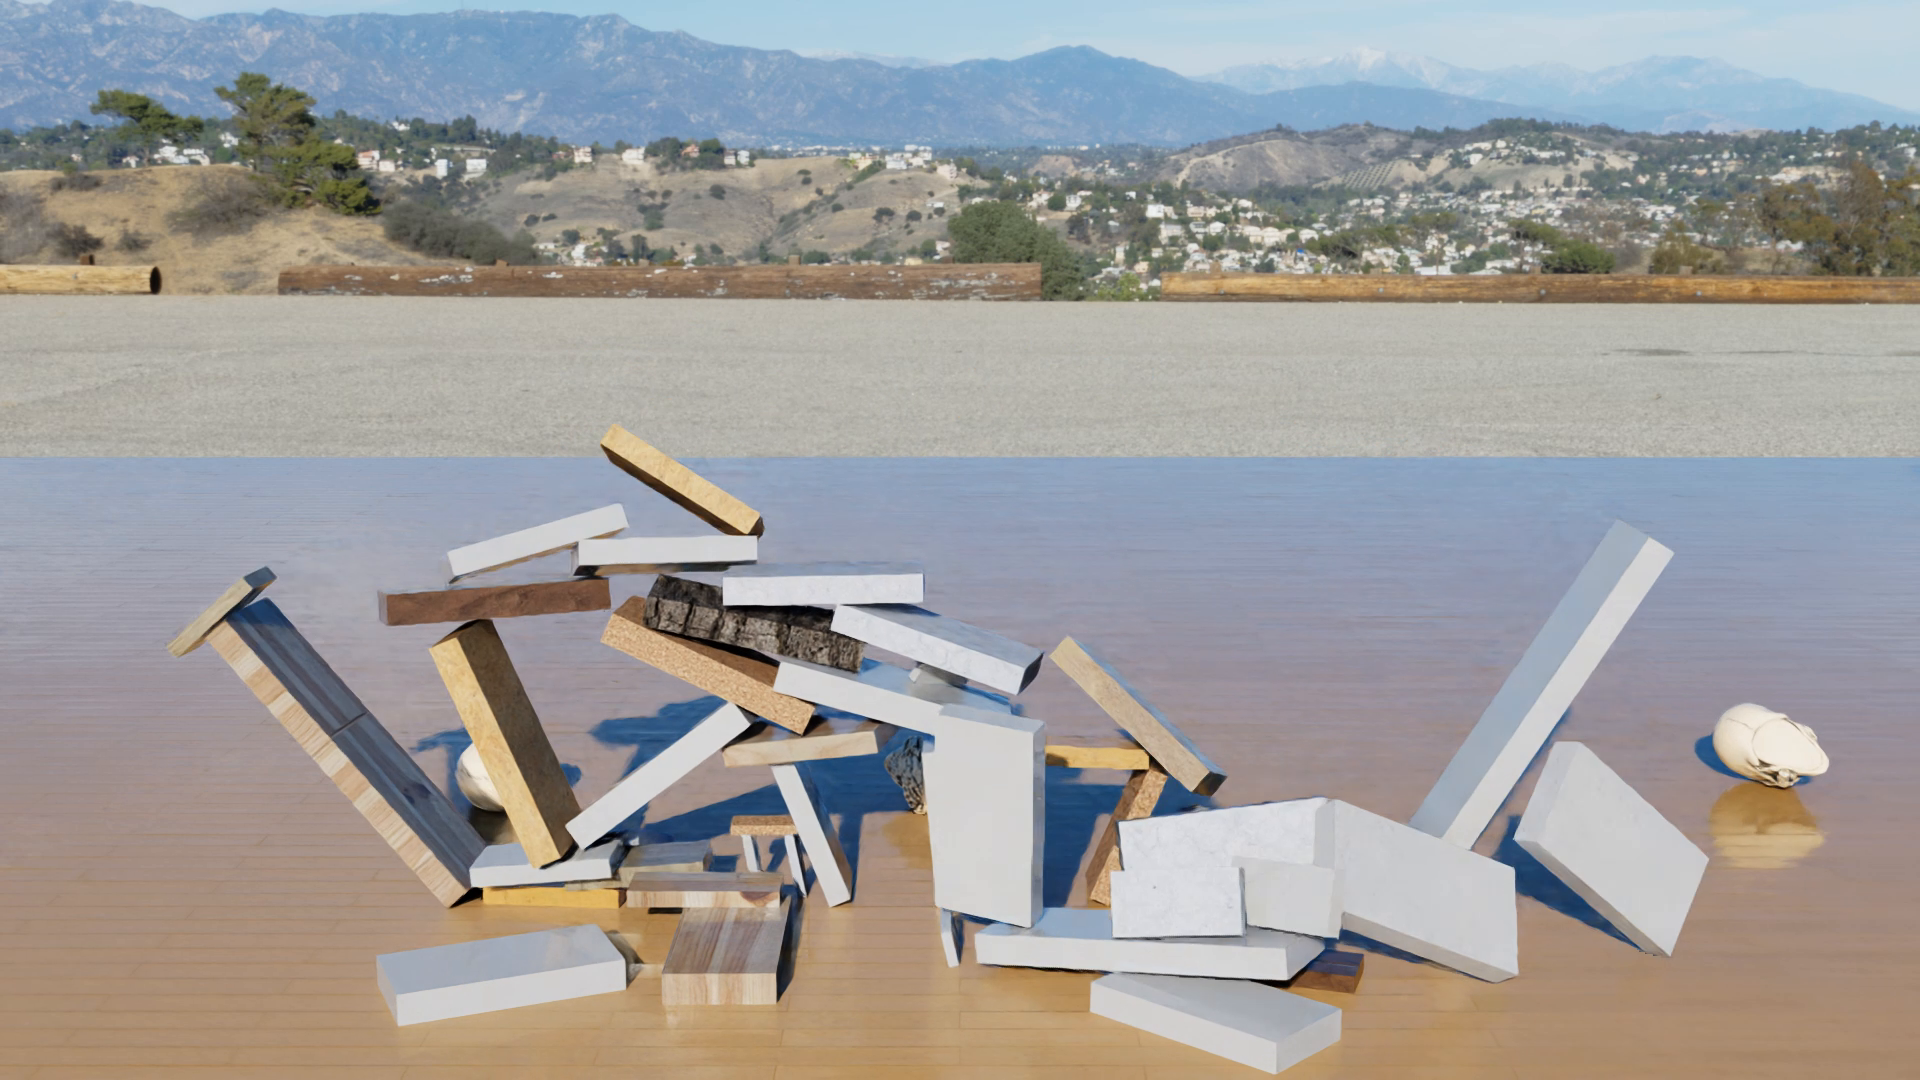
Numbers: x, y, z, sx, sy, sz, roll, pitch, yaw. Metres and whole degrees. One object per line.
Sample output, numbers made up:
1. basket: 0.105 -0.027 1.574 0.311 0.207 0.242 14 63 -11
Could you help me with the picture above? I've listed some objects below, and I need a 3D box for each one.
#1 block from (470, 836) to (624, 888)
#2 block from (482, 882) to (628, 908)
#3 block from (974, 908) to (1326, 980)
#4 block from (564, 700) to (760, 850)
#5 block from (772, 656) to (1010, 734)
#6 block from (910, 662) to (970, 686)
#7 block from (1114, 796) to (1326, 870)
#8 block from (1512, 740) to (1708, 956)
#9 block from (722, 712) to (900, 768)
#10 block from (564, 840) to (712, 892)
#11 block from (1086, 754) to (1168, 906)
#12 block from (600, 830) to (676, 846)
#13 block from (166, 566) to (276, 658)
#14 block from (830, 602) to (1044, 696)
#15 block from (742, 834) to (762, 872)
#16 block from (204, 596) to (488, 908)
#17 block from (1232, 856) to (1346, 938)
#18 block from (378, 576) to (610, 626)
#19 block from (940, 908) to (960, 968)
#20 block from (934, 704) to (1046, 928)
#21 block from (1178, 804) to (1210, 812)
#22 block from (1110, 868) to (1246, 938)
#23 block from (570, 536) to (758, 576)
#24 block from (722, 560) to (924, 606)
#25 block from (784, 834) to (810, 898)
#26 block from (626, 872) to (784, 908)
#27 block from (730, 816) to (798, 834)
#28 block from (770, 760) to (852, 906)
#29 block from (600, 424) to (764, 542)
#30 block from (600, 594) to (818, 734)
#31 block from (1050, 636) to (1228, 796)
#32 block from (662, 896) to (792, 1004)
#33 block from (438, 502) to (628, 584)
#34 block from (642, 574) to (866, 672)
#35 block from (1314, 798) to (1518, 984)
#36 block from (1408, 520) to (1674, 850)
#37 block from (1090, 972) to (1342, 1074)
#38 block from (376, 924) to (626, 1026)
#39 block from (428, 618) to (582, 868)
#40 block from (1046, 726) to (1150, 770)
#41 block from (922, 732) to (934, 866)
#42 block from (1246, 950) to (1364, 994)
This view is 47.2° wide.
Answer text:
1. block: -0.672 0.525 3.590 0.228 0.032 0.114 -4 10 3
2. block: -0.665 0.575 3.662 0.228 0.032 0.114 1 11 6
3. block: 0.278 0.595 3.260 0.494 0.045 0.160 -3 5 29
4. block: -0.478 0.369 3.620 0.350 0.050 0.175 -37 2 9
5. block: -0.107 0.250 3.563 0.379 0.050 0.177 16 9 -3
6. block: -0.024 0.210 3.599 0.112 0.056 0.016 7 37 -41
7. block: 0.396 0.477 3.267 0.312 0.156 0.044 -6 -4 -4
8. block: 0.993 0.470 3.343 0.343 0.171 0.049 39 -22 -25
9. block: -0.241 0.321 3.574 0.262 0.037 0.131 -7 11 17
10. block: -0.530 0.537 3.634 0.228 0.032 0.114 -5 10 2
11. block: 0.275 0.475 3.650 0.034 0.239 0.120 23 10 -4
12. block: -0.561 0.519 3.771 0.091 0.026 0.182 -7 -13 12
13. block: -1.203 0.117 3.585 0.182 0.026 0.091 -39 3 12
14. block: -0.034 0.162 3.550 0.319 0.045 0.159 19 11 10
15. block: -0.344 0.535 3.664 0.016 0.110 0.055 -9 10 2
16. block: -1.004 0.350 3.656 0.047 0.593 0.167 -40 3 12
17. block: 0.466 0.511 3.159 0.027 0.095 0.191 14 -10 -40
18. block: -0.759 0.097 3.577 0.350 0.050 0.175 -4 3 -19
19. block: -0.015 0.612 3.394 0.016 0.056 0.112 -13 10 2
20. block: 0.044 0.413 3.299 0.160 0.320 0.045 9 21 24
21. block: 0.354 0.501 3.454 0.044 0.156 0.312 19 -8 3
22. block: 0.314 0.524 3.177 0.191 0.095 0.027 -5 -10 19
23. block: -0.492 0.026 3.644 0.291 0.041 0.145 -2 -7 -15
24. block: -0.218 0.069 3.568 0.319 0.045 0.159 -1 7 -1
25. block: -0.272 0.535 3.664 0.016 0.110 0.055 -11 10 2
26. block: -0.405 0.558 3.511 0.240 0.026 0.091 0 11 0
27. block: -0.324 0.473 3.650 0.110 0.016 0.055 0 11 -1
28. block: -0.245 0.464 3.644 0.037 0.262 0.131 -21 10 2
29. block: -0.467 -0.089 3.716 0.291 0.041 0.145 32 -10 4
30. block: -0.396 0.200 3.578 0.354 0.050 0.177 25 9 -1
31. block: 0.292 0.288 3.574 0.319 0.045 0.159 44 6 19
32. block: -0.352 0.623 3.363 0.166 0.047 0.333 0 11 0
33. block: -0.701 0.007 3.609 0.291 0.041 0.145 -17 -1 -20
34. block: -0.329 0.133 3.581 0.354 0.050 0.177 12 10 -4
35. block: 0.674 0.520 3.246 0.343 0.171 0.049 22 -36 -22
36. block: 0.926 0.284 3.617 0.049 0.699 0.171 31 9 -6
37. block: 0.361 0.668 3.124 0.320 0.045 0.160 9 14 41
38. block: -0.681 0.642 3.262 0.333 0.047 0.167 -5 12 -24
39. block: -0.727 0.322 3.557 0.050 0.389 0.175 -23 8 8
40. block: 0.186 0.340 3.619 0.239 0.034 0.120 2 11 0
41. block: -0.031 0.460 3.646 0.037 0.262 0.131 -5 10 2
42. block: 0.506 0.642 3.314 0.191 0.027 0.095 4 11 18
